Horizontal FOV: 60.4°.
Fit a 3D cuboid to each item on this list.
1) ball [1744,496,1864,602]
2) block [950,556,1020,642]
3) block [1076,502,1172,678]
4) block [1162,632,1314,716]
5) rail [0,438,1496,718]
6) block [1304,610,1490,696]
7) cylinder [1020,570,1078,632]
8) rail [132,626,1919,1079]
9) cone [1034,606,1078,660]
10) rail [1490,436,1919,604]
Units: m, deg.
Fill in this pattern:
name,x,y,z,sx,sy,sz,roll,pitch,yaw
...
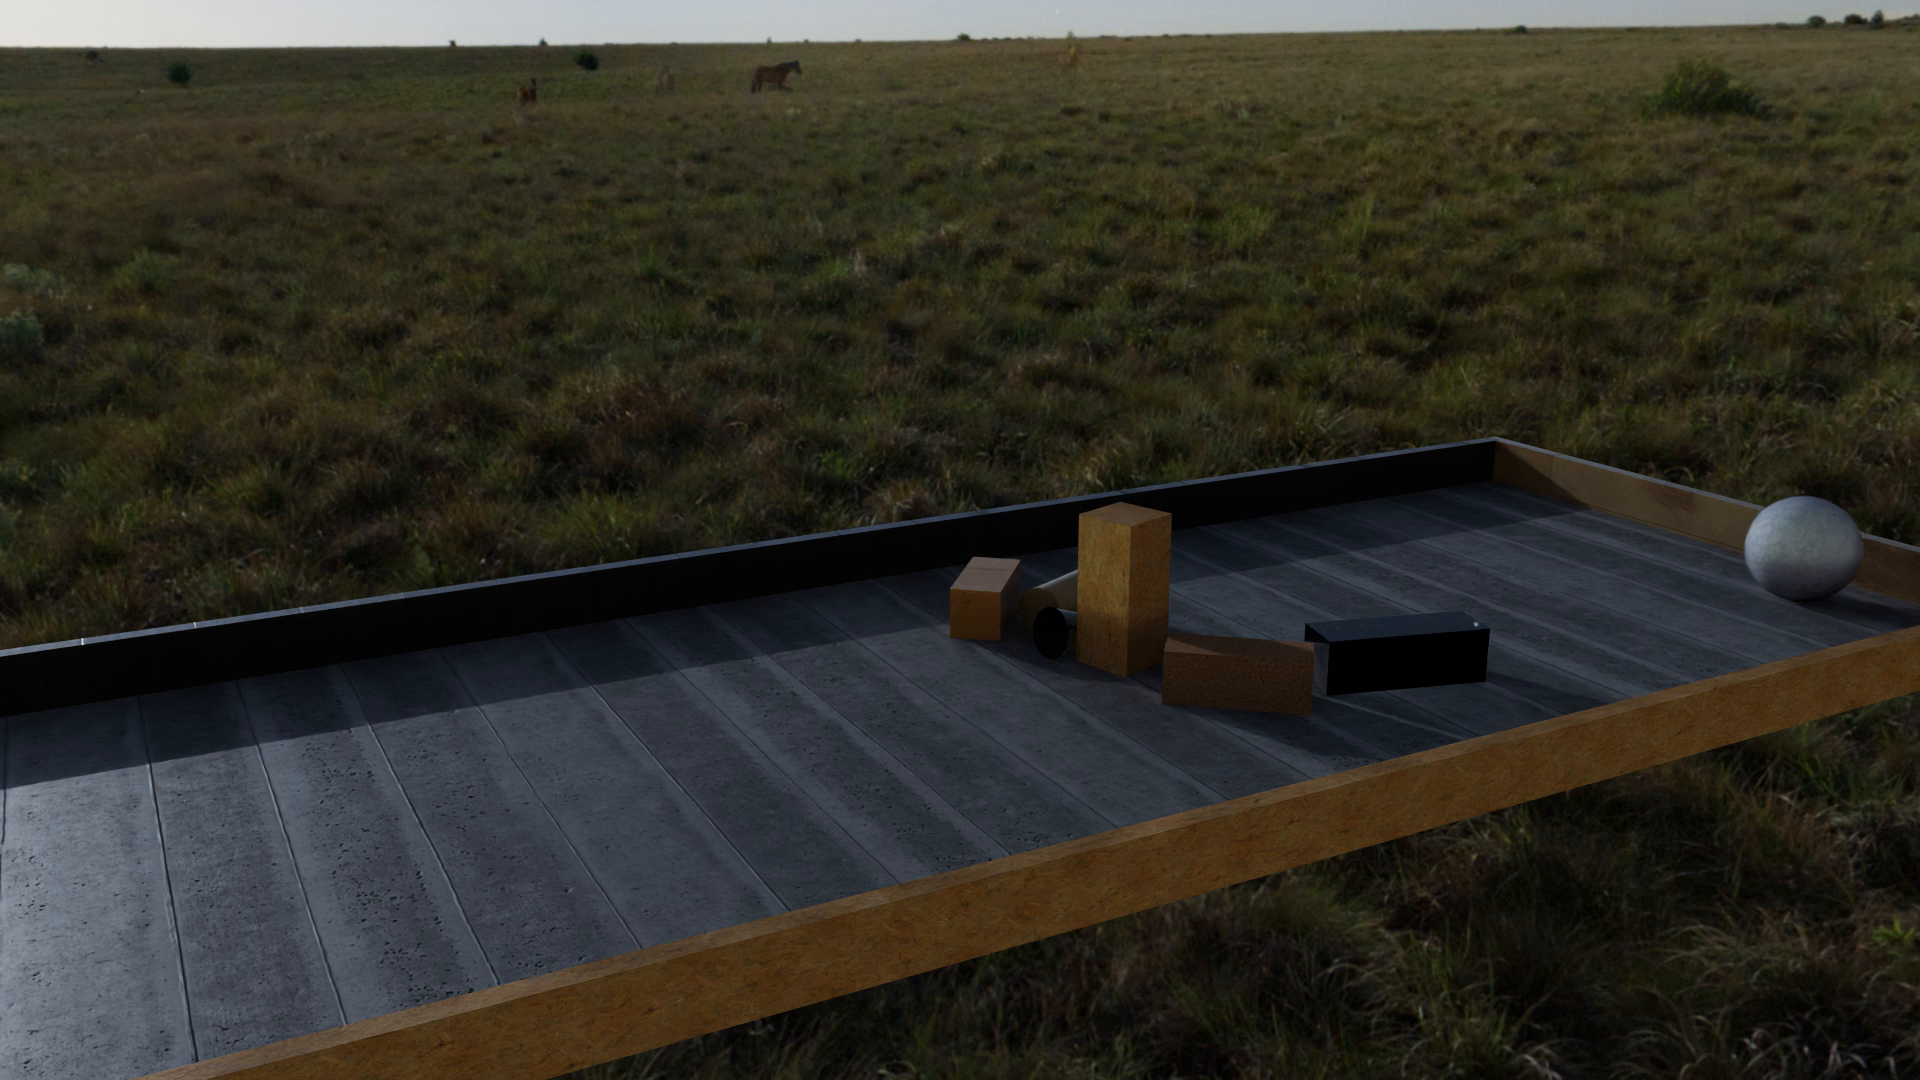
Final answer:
name,x,y,z,sx,sy,sz,roll,pitch,yaw
ball,2.418,0.025,4.729,0.304,0.304,0.304,0,16,0
block,0.073,0.160,4.567,0.138,0.138,0.302,4,17,12
block,0.419,0.124,4.229,0.167,0.396,0.167,15,23,42
block,0.677,0.324,4.011,0.354,0.136,0.136,3,17,12
rail,-3.305,0.497,3.399,12.000,0.150,0.050,-9,18,-27
block,1.094,0.282,4.144,0.431,0.141,0.141,-4,17,-12
cylinder,0.307,0.161,4.569,0.134,0.134,0.303,12,20,36
rail,-2.336,1.006,1.665,12.000,0.150,0.050,-9,18,-27
cone,0.390,0.239,4.421,0.402,0.136,0.136,-1,13,-40
rail,2.466,-0.048,5.253,0.050,0.150,2.100,-9,18,-27
